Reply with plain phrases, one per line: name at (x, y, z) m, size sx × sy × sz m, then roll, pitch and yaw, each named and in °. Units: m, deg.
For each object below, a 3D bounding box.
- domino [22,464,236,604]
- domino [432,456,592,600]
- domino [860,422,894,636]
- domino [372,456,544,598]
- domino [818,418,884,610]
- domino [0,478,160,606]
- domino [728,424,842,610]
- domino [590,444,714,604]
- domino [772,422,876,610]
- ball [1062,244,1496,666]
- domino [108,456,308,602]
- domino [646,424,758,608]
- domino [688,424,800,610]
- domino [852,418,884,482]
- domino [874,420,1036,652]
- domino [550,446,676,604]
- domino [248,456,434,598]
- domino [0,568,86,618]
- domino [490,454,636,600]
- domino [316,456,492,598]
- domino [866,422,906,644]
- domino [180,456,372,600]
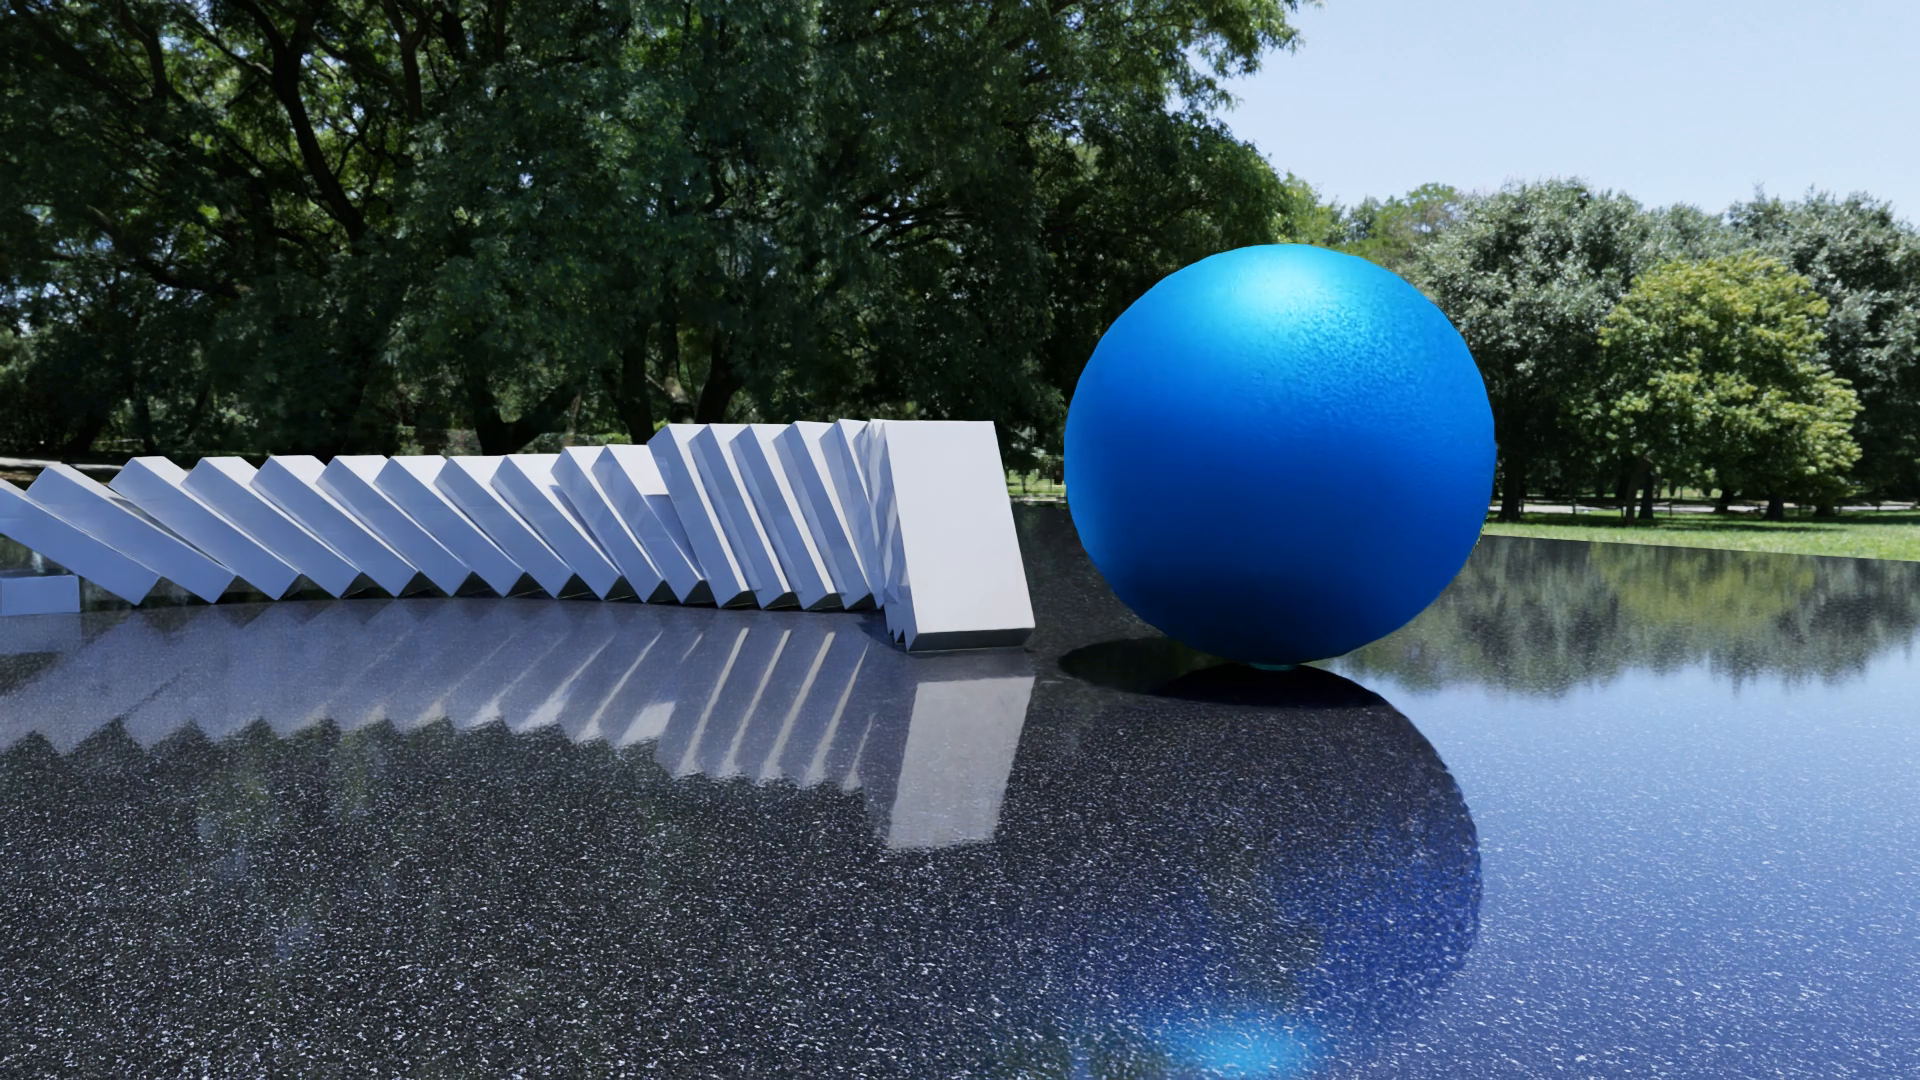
domino at (-0.219, -0.002, 0.342) m, size 0.050 × 0.010 × 0.025 m, roll 37°, pitch -12°, yaw -23°
domino at (-0.123, -0.004, 0.367) m, size 0.050 × 0.009 × 0.025 m, roll 41°, pitch 14°, yaw 10°
domino at (-0.007, -0.003, 0.295) m, size 0.025 × 0.050 × 0.009 m, roll -1°, pitch -28°, yaw -18°
domino at (-0.140, -0.005, 0.368) m, size 0.050 × 0.009 × 0.025 m, roll 40°, pitch 9°, yaw 4°
domino at (-0.017, -0.007, 0.332) m, size 0.025 × 0.050 × 0.009 m, roll 1°, pitch -30°, yaw -44°
domino at (-0.233, -0.001, 0.331) m, size 0.050 × 0.009 × 0.025 m, roll 39°, pitch -16°, yaw -27°
domino at (-0.040, -0.007, 0.340) m, size 0.010 × 0.050 × 0.025 m, roll -34°, pitch -15°, yaw 31°
domino at (-0.078, -0.005, 0.354) m, size 0.050 × 0.009 × 0.025 m, roll 51°, pitch 28°, yaw 21°
domino at (-0.029, -0.007, 0.338) m, size 0.009 × 0.050 × 0.025 m, roll -34°, pitch -17°, yaw 31°
ball at (0.060, -0.016, 0.247) m, size 0.080 × 0.080 × 0.080 m, roll 0°, pitch 4°, yaw 0°
domino at (-0.204, -0.003, 0.353) m, size 0.050 × 0.009 × 0.025 m, roll 40°, pitch -7°, yaw -15°
domino at (-0.063, -0.007, 0.346) m, size 0.009 × 0.050 × 0.025 m, roll -34°, pitch -15°, yaw 31°
domino at (-0.051, -0.007, 0.343) m, size 0.009 × 0.050 × 0.025 m, roll -34°, pitch -15°, yaw 31°
domino at (-0.008, -0.006, 0.323) m, size 0.025 × 0.050 × 0.009 m, roll 1°, pitch -30°, yaw -37°
domino at (-0.002, -0.002, 0.273) m, size 0.025 × 0.050 × 0.009 m, roll -1°, pitch -27°, yaw -18°
domino at (-0.090, -0.005, 0.359) m, size 0.050 × 0.010 × 0.025 m, roll 50°, pitch 27°, yaw 19°
domino at (-0.172, -0.004, 0.364) m, size 0.050 × 0.009 × 0.025 m, roll 39°, pitch 2°, yaw -5°
domino at (-0.250, 0.014, 0.321) m, size 0.050 × 0.009 × 0.025 m, roll -3°, pitch 5°, yaw -31°
domino at (-0.107, -0.004, 0.364) m, size 0.050 × 0.009 × 0.025 m, roll 43°, pitch 19°, yaw 15°
domino at (-0.156, -0.005, 0.368) m, size 0.050 × 0.009 × 0.025 m, roll 40°, pitch 7°, yaw 1°
domino at (-0.005, -0.002, 0.284) m, size 0.025 × 0.050 × 0.009 m, roll -1°, pitch -28°, yaw -18°
domino at (-0.188, -0.004, 0.359) m, size 0.050 × 0.009 × 0.025 m, roll 39°, pitch -2°, yaw -10°
